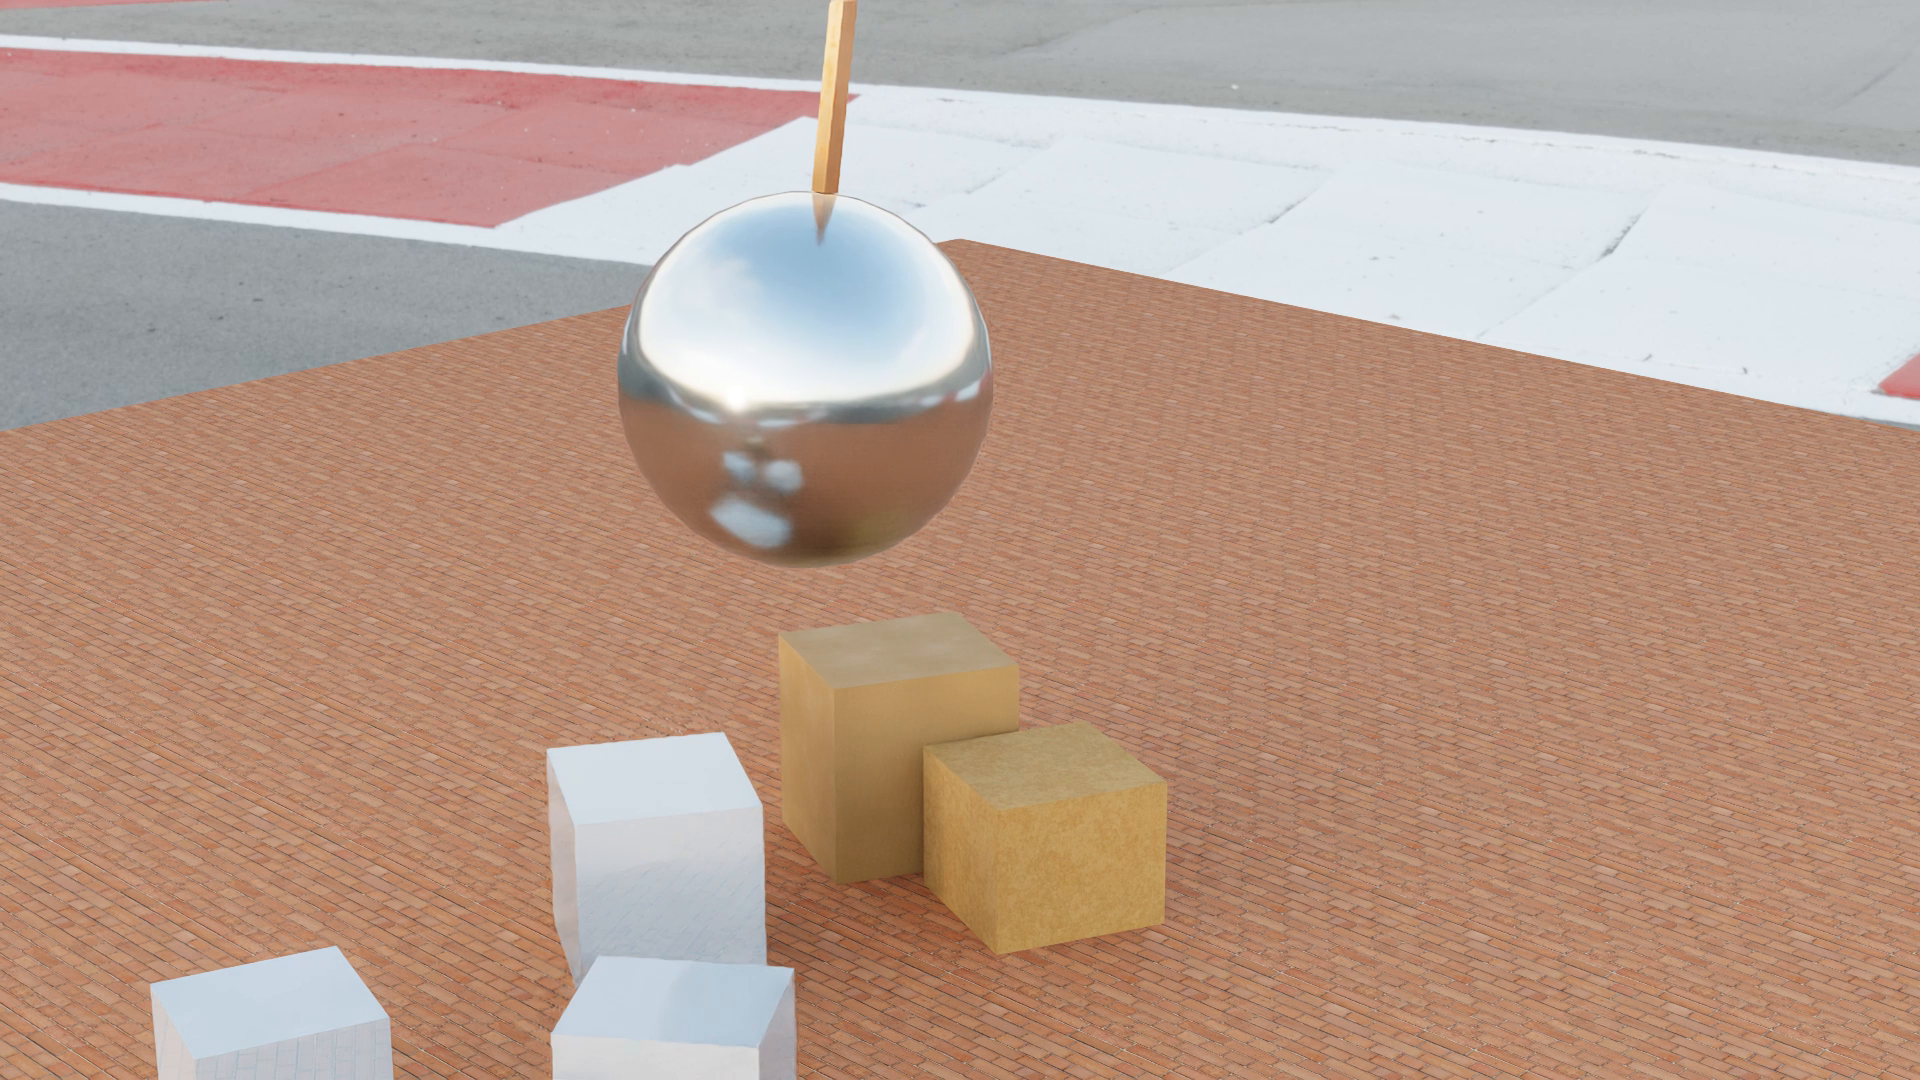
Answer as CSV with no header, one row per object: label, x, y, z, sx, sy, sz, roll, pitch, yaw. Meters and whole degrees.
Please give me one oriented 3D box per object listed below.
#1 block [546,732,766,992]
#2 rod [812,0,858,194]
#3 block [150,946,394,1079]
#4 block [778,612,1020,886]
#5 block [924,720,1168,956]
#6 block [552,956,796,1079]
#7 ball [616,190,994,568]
block,-1.307,1.393,12.554,0.782,0.815,0.877,-5,18,-14
rod,-0.284,-3.994,11.789,0.080,5.200,0.080,17,15,42
block,-2.535,2.006,10.845,0.705,0.669,0.677,-9,20,-26
block,-0.291,0.957,13.715,0.891,0.951,0.809,-7,19,-20
block,0.369,1.310,13.057,0.811,0.671,0.815,-7,19,-22
block,-1.019,2.019,10.628,0.740,0.774,0.641,2,18,8
ball,-0.654,-0.678,12.443,1.600,1.600,1.600,0,17,0
